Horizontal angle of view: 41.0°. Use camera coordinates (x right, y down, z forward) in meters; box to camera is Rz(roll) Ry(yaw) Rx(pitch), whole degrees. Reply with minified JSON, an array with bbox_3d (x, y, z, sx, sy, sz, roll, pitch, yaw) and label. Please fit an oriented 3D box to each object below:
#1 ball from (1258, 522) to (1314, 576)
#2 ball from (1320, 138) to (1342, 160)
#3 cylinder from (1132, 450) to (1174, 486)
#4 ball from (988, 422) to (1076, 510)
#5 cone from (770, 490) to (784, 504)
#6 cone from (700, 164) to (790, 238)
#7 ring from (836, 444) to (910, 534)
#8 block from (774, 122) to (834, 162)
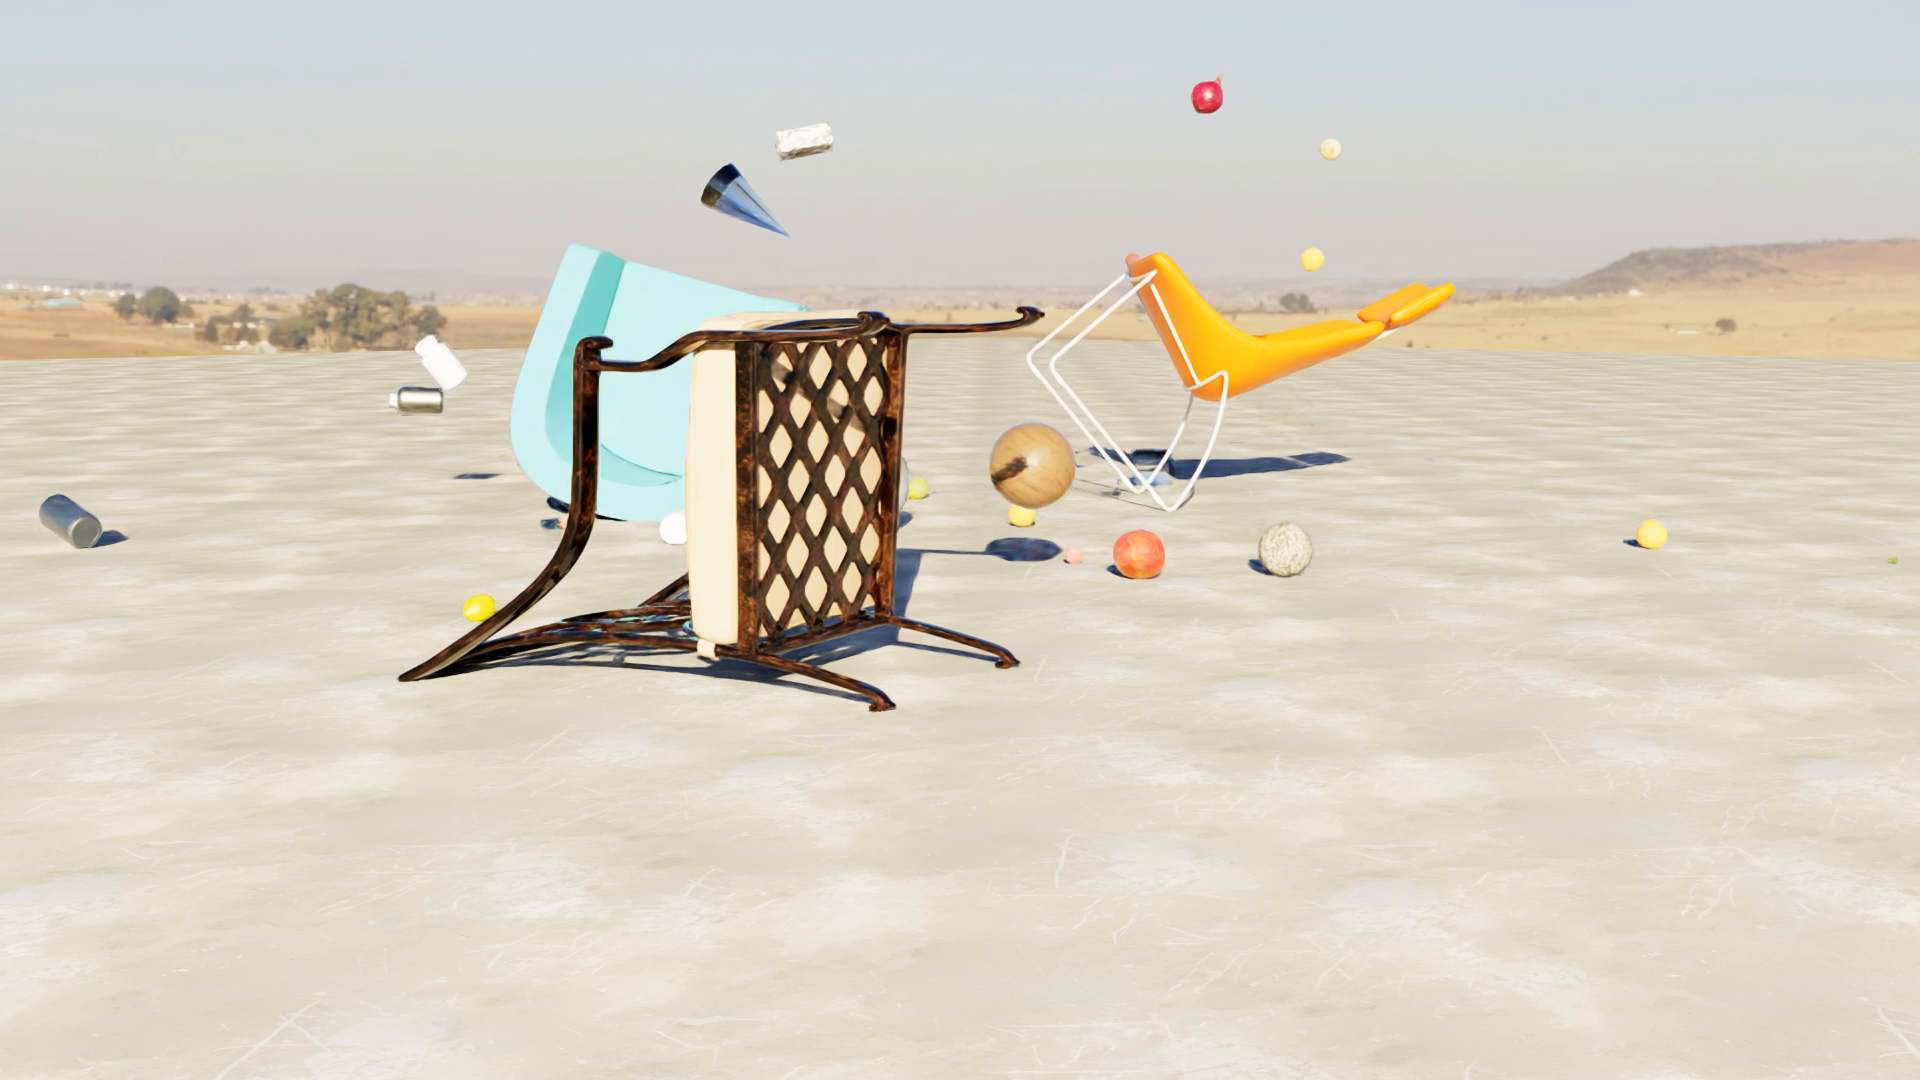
[{"bbox_3d":[0.715,0.020,5.631,0.120,0.120,0.120,0,6,0],"label":"ball"},{"bbox_3d":[0.896,-0.944,6.203,0.053,0.053,0.053,0,6,0],"label":"ball"},{"bbox_3d":[0.607,-0.227,8.048,0.110,0.134,0.089,2,48,16],"label":"cylinder"},{"bbox_3d":[0.153,-0.157,5.405,0.185,0.185,0.185,0,6,0],"label":"ball"},{"bbox_3d":[-0.540,-0.115,7.442,0.037,0.038,0.053,10,32,27],"label":"cone"},{"bbox_3d":[-0.626,-1.002,7.838,0.299,0.162,0.148,36,-13,17],"label":"cone"},{"bbox_3d":[-0.219,-0.129,6.470,0.073,0.233,0.350,12,7,23],"label":"ring"},{"bbox_3d":[-0.288,-0.735,4.736,0.101,0.041,0.037,-13,-15,-12],"label":"block"}]
